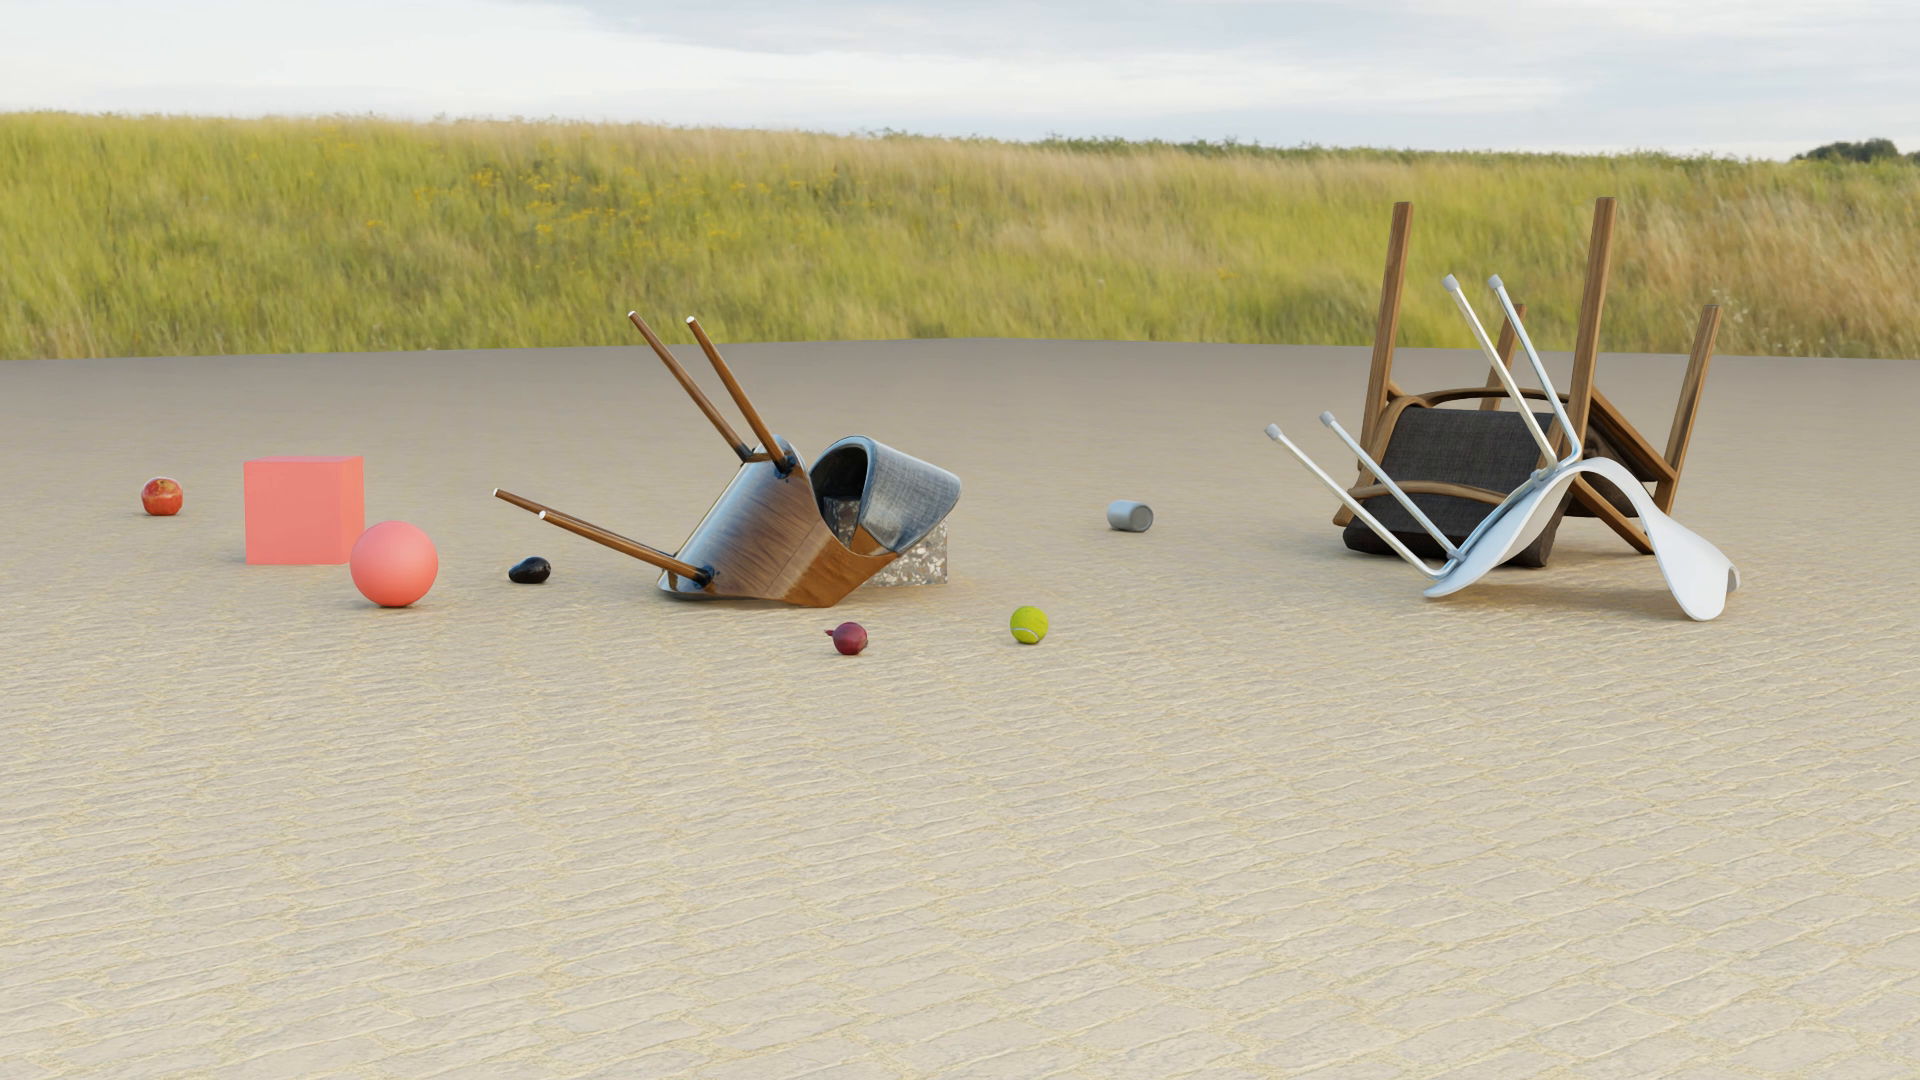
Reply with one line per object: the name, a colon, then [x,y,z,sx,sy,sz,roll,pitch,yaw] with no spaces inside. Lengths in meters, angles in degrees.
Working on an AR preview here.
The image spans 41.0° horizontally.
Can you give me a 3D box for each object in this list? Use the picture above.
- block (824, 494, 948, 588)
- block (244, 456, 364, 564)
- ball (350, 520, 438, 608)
block: [-0.161,0.000,5.513,0.238,0.183,0.133,-2,6,-17]
block: [-1.520,-0.072,5.961,0.220,0.235,0.212,0,6,1]
ball: [-1.127,0.047,5.110,0.173,0.173,0.173,0,6,0]
